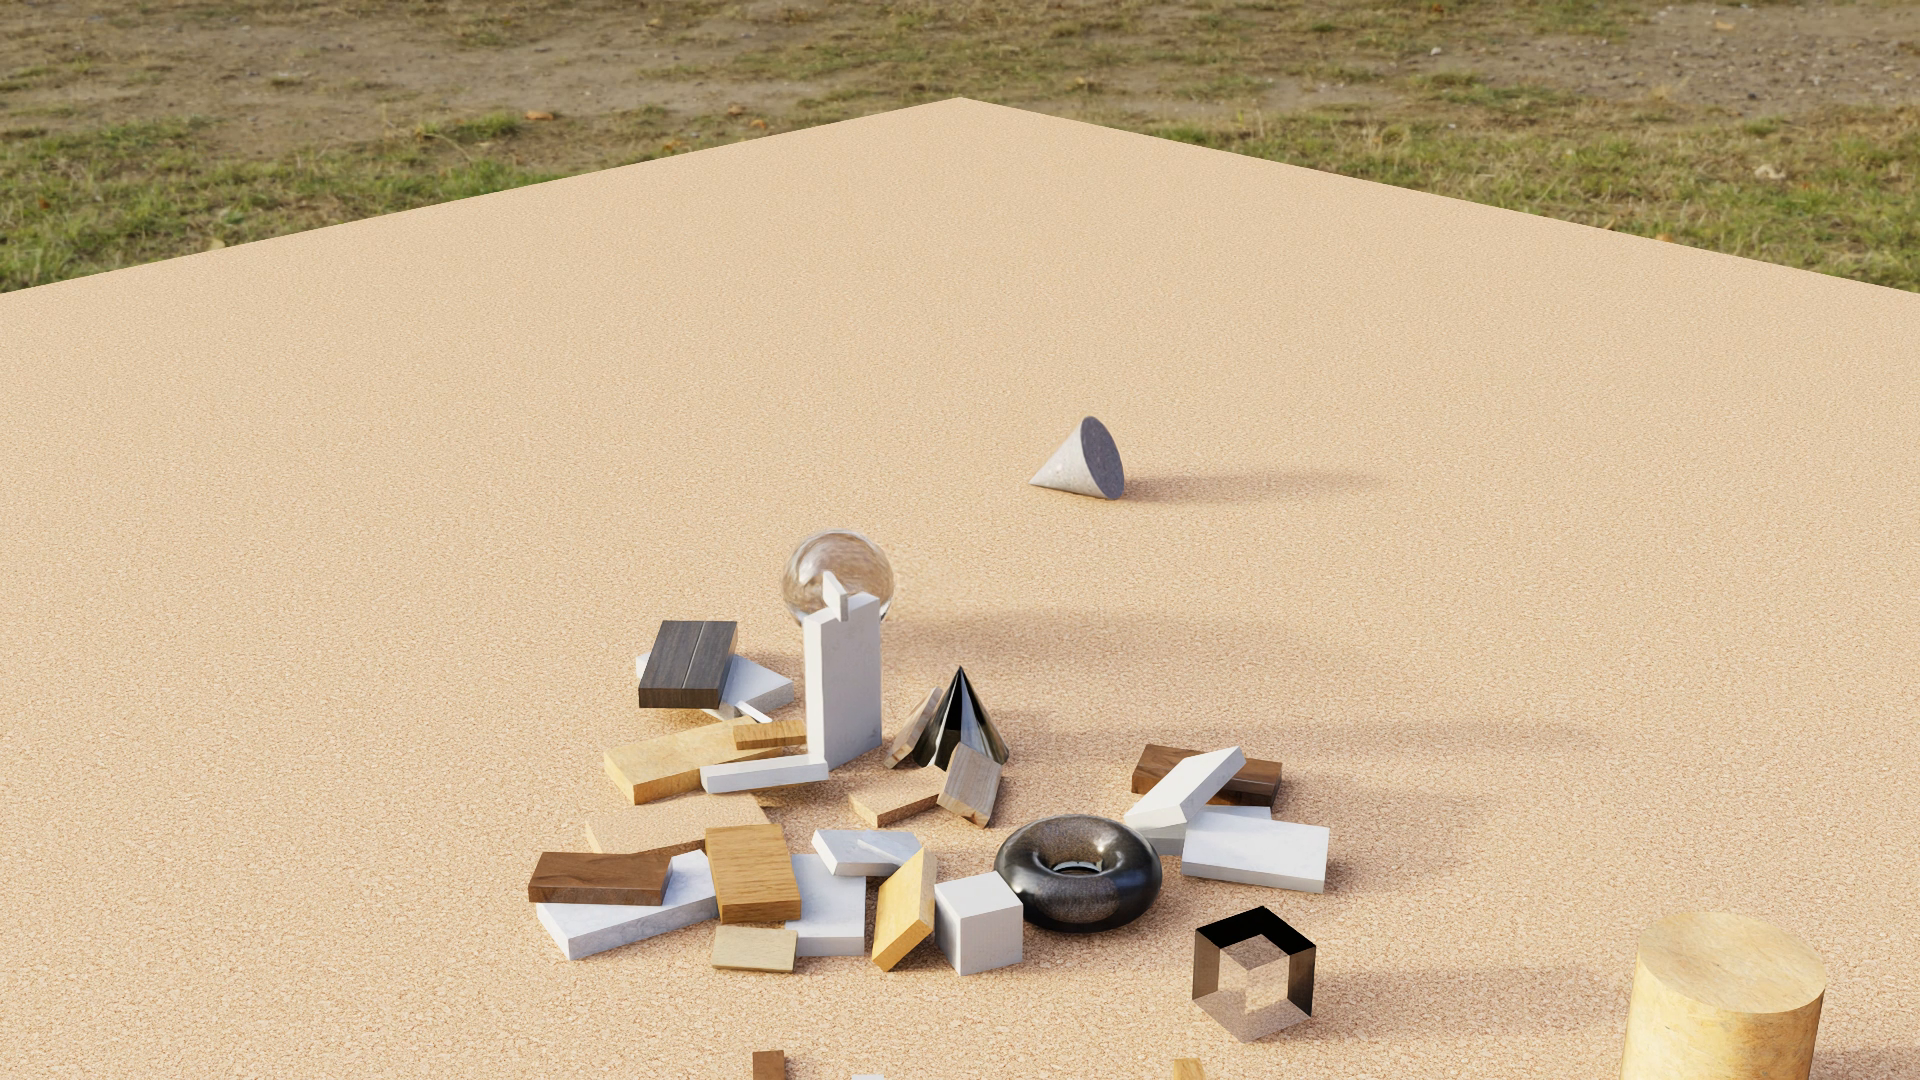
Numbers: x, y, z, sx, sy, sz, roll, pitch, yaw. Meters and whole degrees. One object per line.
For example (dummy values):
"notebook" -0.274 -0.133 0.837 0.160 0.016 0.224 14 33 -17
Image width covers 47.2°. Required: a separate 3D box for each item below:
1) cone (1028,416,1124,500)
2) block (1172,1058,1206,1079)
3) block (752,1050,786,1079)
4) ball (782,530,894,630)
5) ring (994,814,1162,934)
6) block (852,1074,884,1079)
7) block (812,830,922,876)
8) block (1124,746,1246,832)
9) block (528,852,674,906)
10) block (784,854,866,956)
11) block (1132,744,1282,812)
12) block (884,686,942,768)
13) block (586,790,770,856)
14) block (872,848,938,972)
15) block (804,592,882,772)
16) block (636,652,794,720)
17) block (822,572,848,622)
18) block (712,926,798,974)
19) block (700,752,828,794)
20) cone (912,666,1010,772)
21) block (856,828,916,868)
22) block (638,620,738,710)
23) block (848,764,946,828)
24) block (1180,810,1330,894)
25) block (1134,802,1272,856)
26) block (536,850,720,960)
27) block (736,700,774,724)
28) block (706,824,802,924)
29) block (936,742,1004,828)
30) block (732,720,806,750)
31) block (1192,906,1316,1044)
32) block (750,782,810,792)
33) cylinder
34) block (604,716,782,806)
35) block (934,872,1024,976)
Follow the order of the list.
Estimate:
"cone" 0.289 -0.192 6.074 0.242 0.242 0.242 -19 13 27
"block" 0.375 0.958 3.316 0.042 0.147 0.382 -2 23 -5
"block" -0.317 0.887 3.652 0.053 0.015 0.106 -2 23 -6
"ball" -0.286 0.107 5.169 0.266 0.266 0.266 0 23 0
"ring" 0.222 0.627 4.148 0.321 0.107 0.321 0 24 0
"block" -0.151 0.912 3.591 0.053 0.015 0.106 -1 23 -2
"block" -0.166 0.600 4.213 0.213 0.030 0.107 6 25 -32
"block" 0.449 0.495 4.369 0.135 0.038 0.271 -18 9 38
"block" -0.670 0.632 4.106 0.247 0.035 0.123 1 23 3
"block" -0.249 0.679 4.108 0.144 0.041 0.288 -1 23 -1
"block" 0.512 0.492 4.549 0.288 0.041 0.144 7 24 15
"block" -0.099 0.401 4.729 0.021 0.073 0.274 45 25 -7
"block" -0.555 0.576 4.342 0.332 0.047 0.166 -9 25 -20
"block" -0.100 0.674 4.027 0.035 0.123 0.247 41 18 -15
"block" -0.244 0.299 4.614 0.049 0.346 0.173 19 30 38
"block" -0.555 0.313 4.960 0.346 0.049 0.173 21 31 40
"block" -0.256 0.116 4.525 0.017 0.061 0.121 -8 24 -18
"block" -0.368 0.735 3.948 0.147 0.021 0.073 2 62 6
"block" -0.402 0.477 4.500 0.247 0.035 0.123 -6 5 -13
"cone" 0.001 0.358 4.651 0.208 0.208 0.208 0 23 0
"block" -0.139 0.590 4.199 0.106 0.015 0.053 24 22 10
"block" -0.605 0.276 4.922 0.173 0.049 0.346 1 23 2
"block" -0.110 0.522 4.491 0.213 0.030 0.107 -16 28 -33
"block" 0.569 0.599 4.236 0.271 0.038 0.135 7 41 9
"block" 0.481 0.575 4.356 0.271 0.038 0.135 2 23 4
"block" -0.603 0.678 4.103 0.332 0.047 0.166 -13 26 -27
"block" -0.433 0.392 4.759 0.017 0.061 0.121 -46 42 -17
"block" -0.390 0.623 4.125 0.144 0.041 0.288 -2 22 -12
"block" 0.022 0.499 4.486 0.107 0.030 0.213 29 24 -4
"block" -0.402 0.411 4.644 0.147 0.021 0.073 -4 23 -10
"block" 0.507 0.750 3.805 0.147 0.147 0.147 -13 26 -28
"block" -0.385 0.496 4.571 0.137 0.017 0.061 -6 24 -15
"cylinder" 1.217 0.794 3.526 0.283 0.283 0.283 0 23 0
"block" -0.560 0.460 4.617 0.332 0.047 0.166 -12 26 -27
"block" 0.034 0.692 3.974 0.121 0.121 0.121 -9 25 -20
